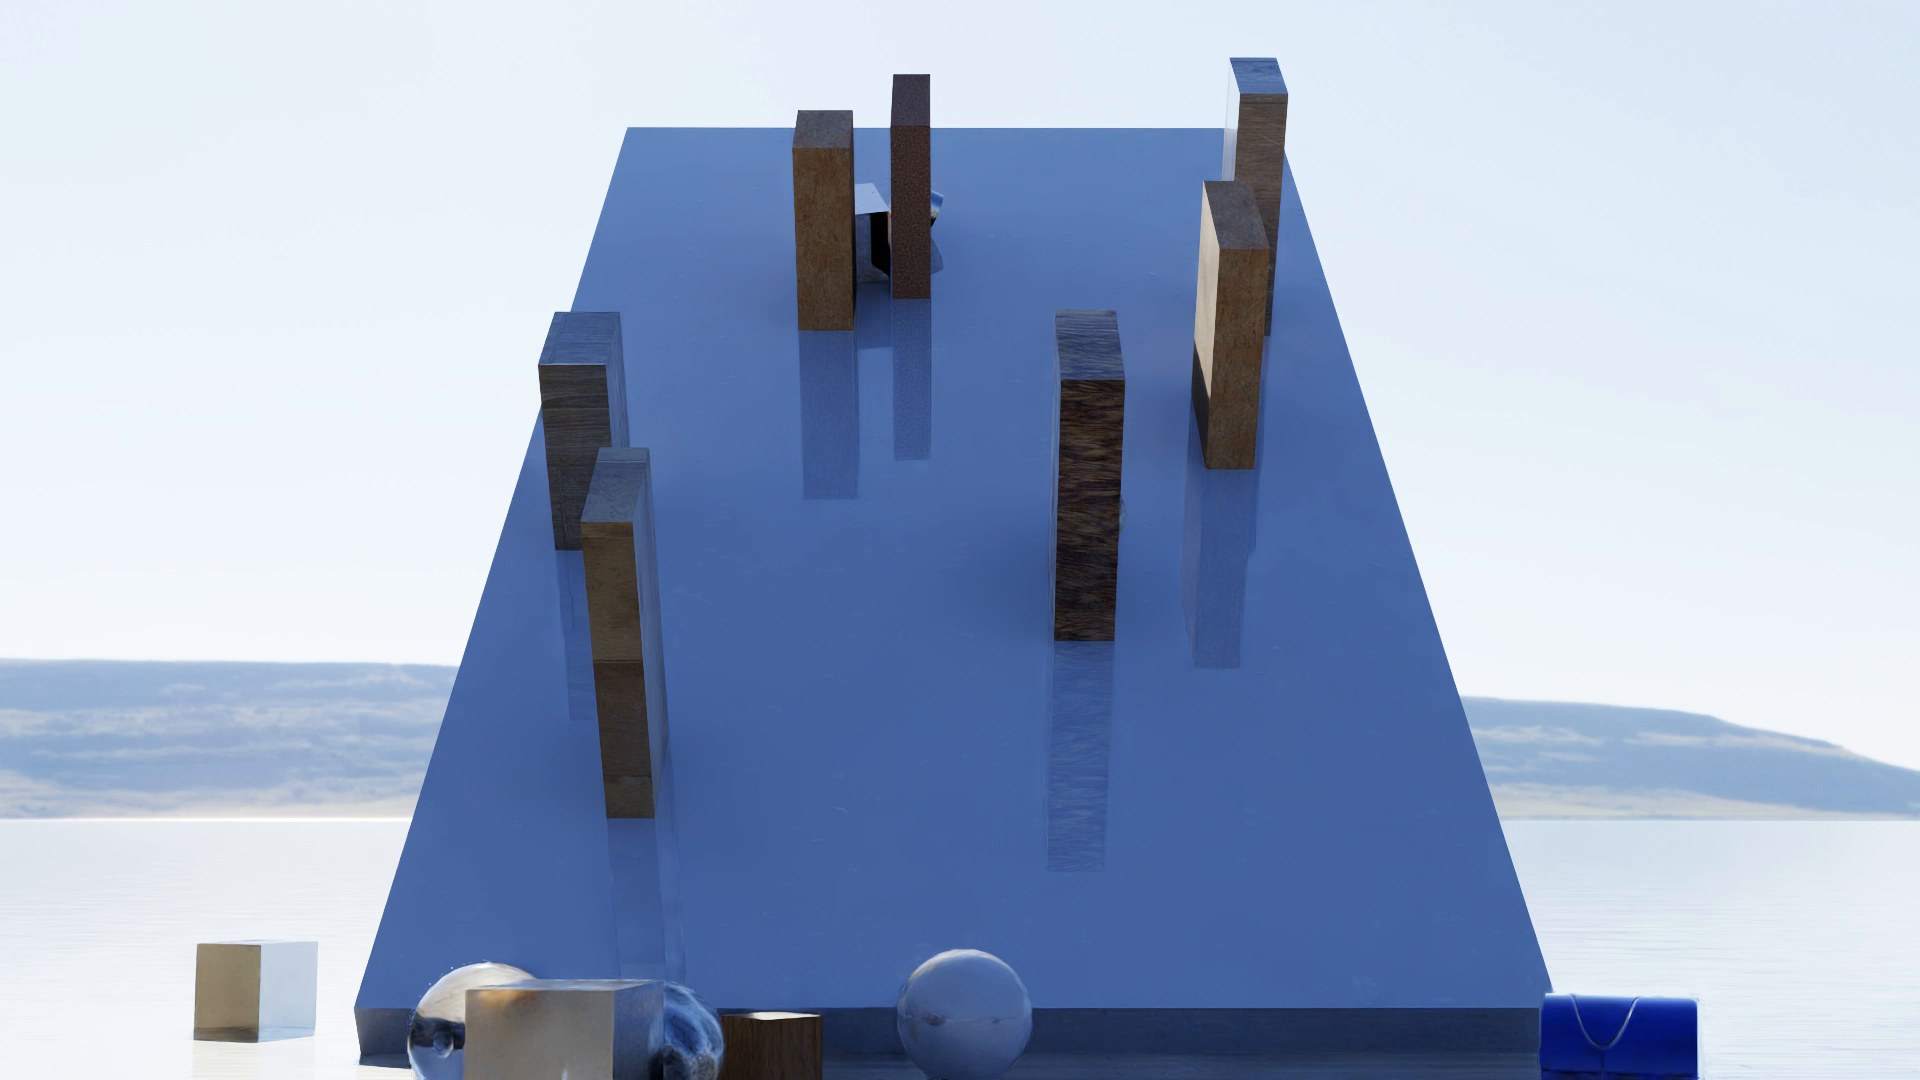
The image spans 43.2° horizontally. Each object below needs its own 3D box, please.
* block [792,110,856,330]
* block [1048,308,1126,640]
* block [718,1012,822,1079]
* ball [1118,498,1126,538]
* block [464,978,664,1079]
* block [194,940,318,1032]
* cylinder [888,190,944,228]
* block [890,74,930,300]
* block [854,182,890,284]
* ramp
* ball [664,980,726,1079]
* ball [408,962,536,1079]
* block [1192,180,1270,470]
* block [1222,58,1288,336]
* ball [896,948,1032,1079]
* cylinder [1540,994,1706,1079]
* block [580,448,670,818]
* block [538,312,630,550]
[{"bbox_3d":[-0.344,-0.819,6.217,0.141,0.498,0.261,0,31,0],"label":"block"},{"bbox_3d":[0.255,-0.132,4.965,0.124,0.601,0.317,0,31,0],"label":"block"},{"bbox_3d":[-0.276,0.747,3.535,0.107,0.107,0.107,6,-9,-42],"label":"block"},{"bbox_3d":[0.291,-0.052,5.280,0.142,0.142,0.142,0,-6,0],"label":"ball"},{"bbox_3d":[-0.487,0.646,3.002,0.189,0.189,0.189,-1,-7,11],"label":"block"},{"bbox_3d":[-1.335,0.843,4.605,0.158,0.158,0.158,-3,-7,26],"label":"block"},{"bbox_3d":[-0.125,-0.927,6.731,0.118,0.118,0.118,23,-12,-13],"label":"cylinder"},{"bbox_3d":[-0.129,-0.939,6.435,0.100,0.483,0.377,0,31,0],"label":"block"},{"bbox_3d":[-0.307,-0.819,6.510,0.199,0.199,0.199,-8,32,-13],"label":"block"},{"bbox_3d":[-0.014,-0.203,5.769,2.000,0.100,4.000,0,31,0],"label":"ramp"},{"bbox_3d":[-0.399,0.668,3.173,0.183,0.183,0.183,0,-6,0],"label":"ball"},{"bbox_3d":[-0.623,0.660,3.197,0.205,0.205,0.205,0,-6,0],"label":"ball"},{"bbox_3d":[0.623,-0.501,5.635,0.111,0.553,0.391,0,31,0],"label":"block"},{"bbox_3d":[0.735,-0.868,6.158,0.119,0.650,0.259,0,31,0],"label":"block"},{"bbox_3d":[0.006,0.706,3.586,0.201,0.201,0.201,0,-6,0],"label":"ball"},{"bbox_3d":[0.805,0.643,2.941,0.180,0.180,0.180,-2,-7,19],"label":"cylinder"},{"bbox_3d":[-0.605,0.172,4.418,0.089,0.631,0.266,0,31,0],"label":"block"},{"bbox_3d":[-0.811,-0.237,5.282,0.141,0.451,0.259,0,31,0],"label":"block"}]
